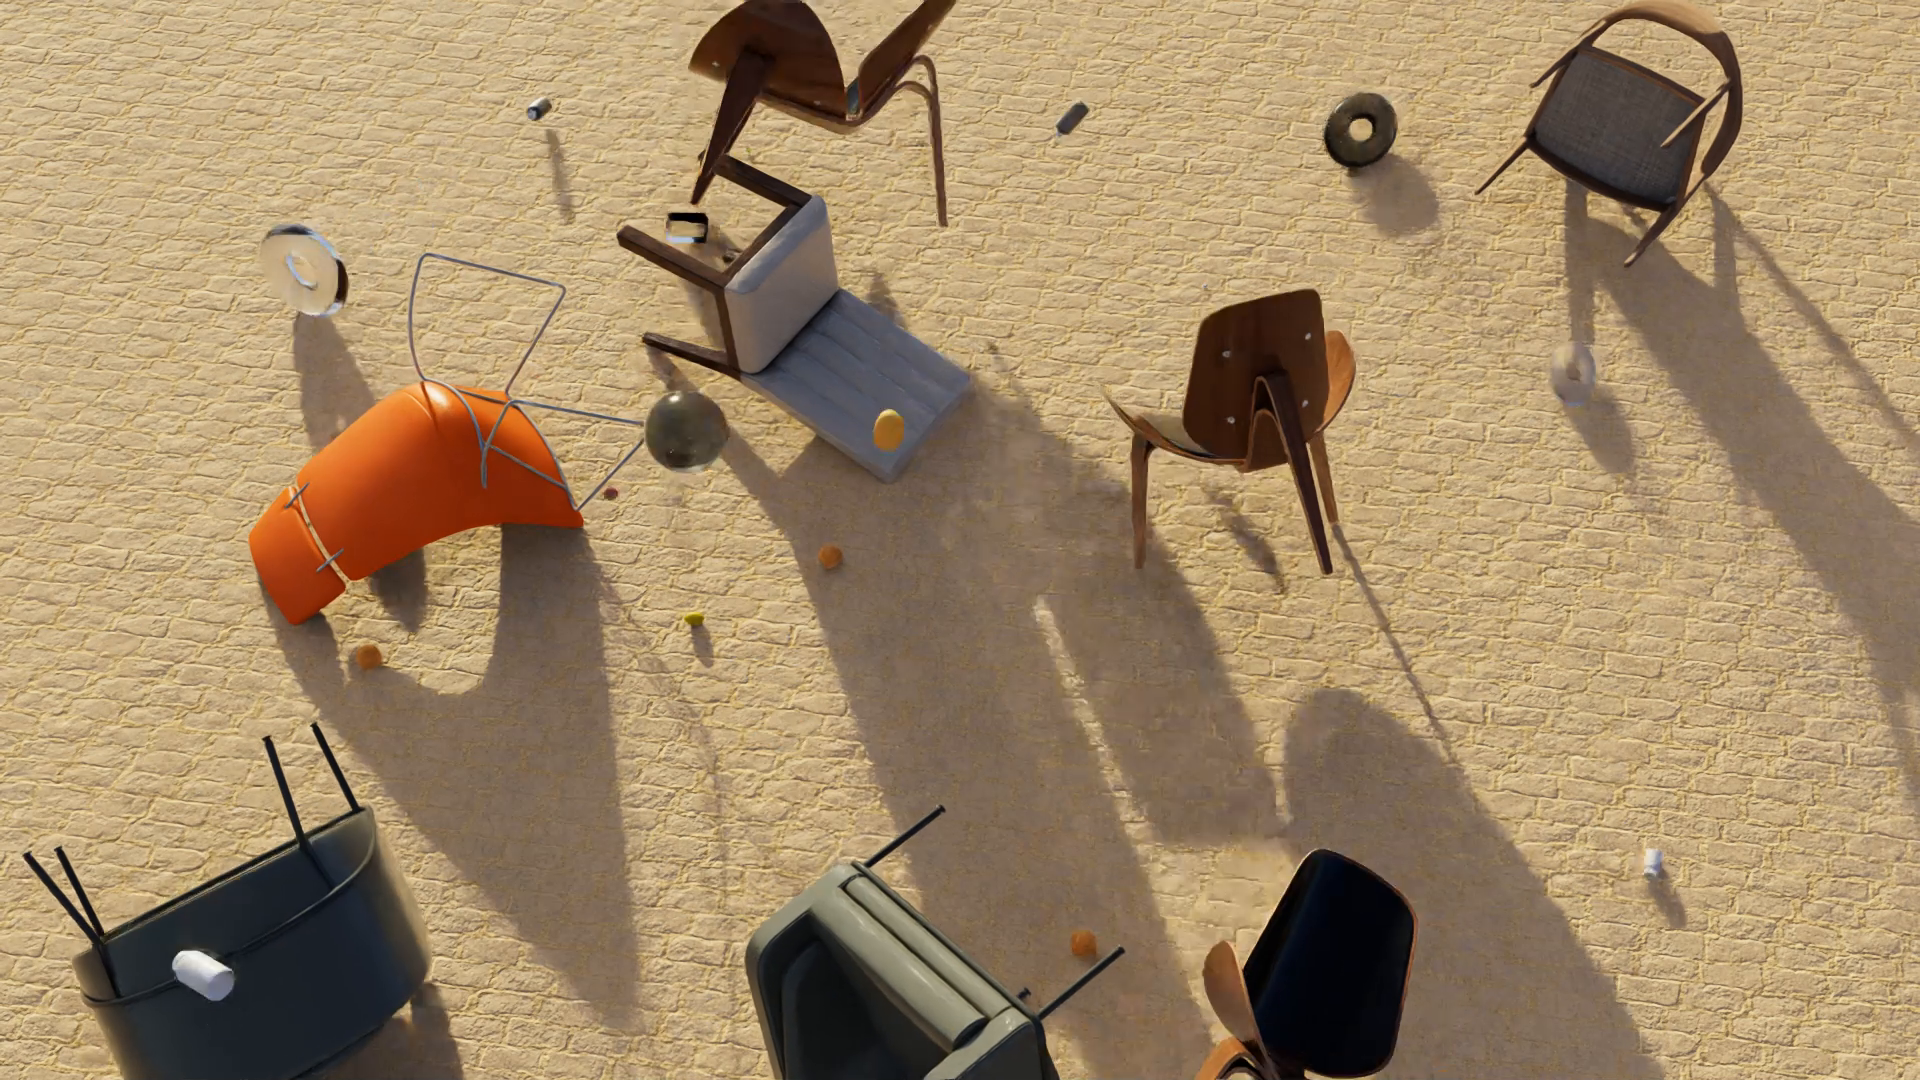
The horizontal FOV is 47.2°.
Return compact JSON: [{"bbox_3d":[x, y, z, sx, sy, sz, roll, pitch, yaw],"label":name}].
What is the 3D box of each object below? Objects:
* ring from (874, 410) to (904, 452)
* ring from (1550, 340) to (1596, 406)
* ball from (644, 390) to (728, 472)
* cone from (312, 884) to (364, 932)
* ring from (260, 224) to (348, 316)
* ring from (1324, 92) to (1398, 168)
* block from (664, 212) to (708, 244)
[{"bbox_3d":[-0.199,-0.307,6.177,0.057,0.213,0.095,36,75,11],"label":"ring"},{"bbox_3d":[1.917,-0.522,6.881,0.146,0.069,0.239,5,58,4],"label":"ring"},{"bbox_3d":[-0.780,-0.309,6.256,0.236,0.236,0.236,0,56,0],"label":"ball"},{"bbox_3d":[-1.682,0.988,5.884,0.126,0.088,0.150,-8,40,19],"label":"cone"},{"bbox_3d":[-2.074,-0.855,6.961,0.324,0.328,0.084,14,40,22],"label":"ring"},{"bbox_3d":[1.355,-1.387,7.433,0.234,0.063,0.305,36,71,3],"label":"ring"},{"bbox_3d":[-0.893,-1.020,7.190,0.125,0.081,0.055,-1,52,-20],"label":"block"}]
